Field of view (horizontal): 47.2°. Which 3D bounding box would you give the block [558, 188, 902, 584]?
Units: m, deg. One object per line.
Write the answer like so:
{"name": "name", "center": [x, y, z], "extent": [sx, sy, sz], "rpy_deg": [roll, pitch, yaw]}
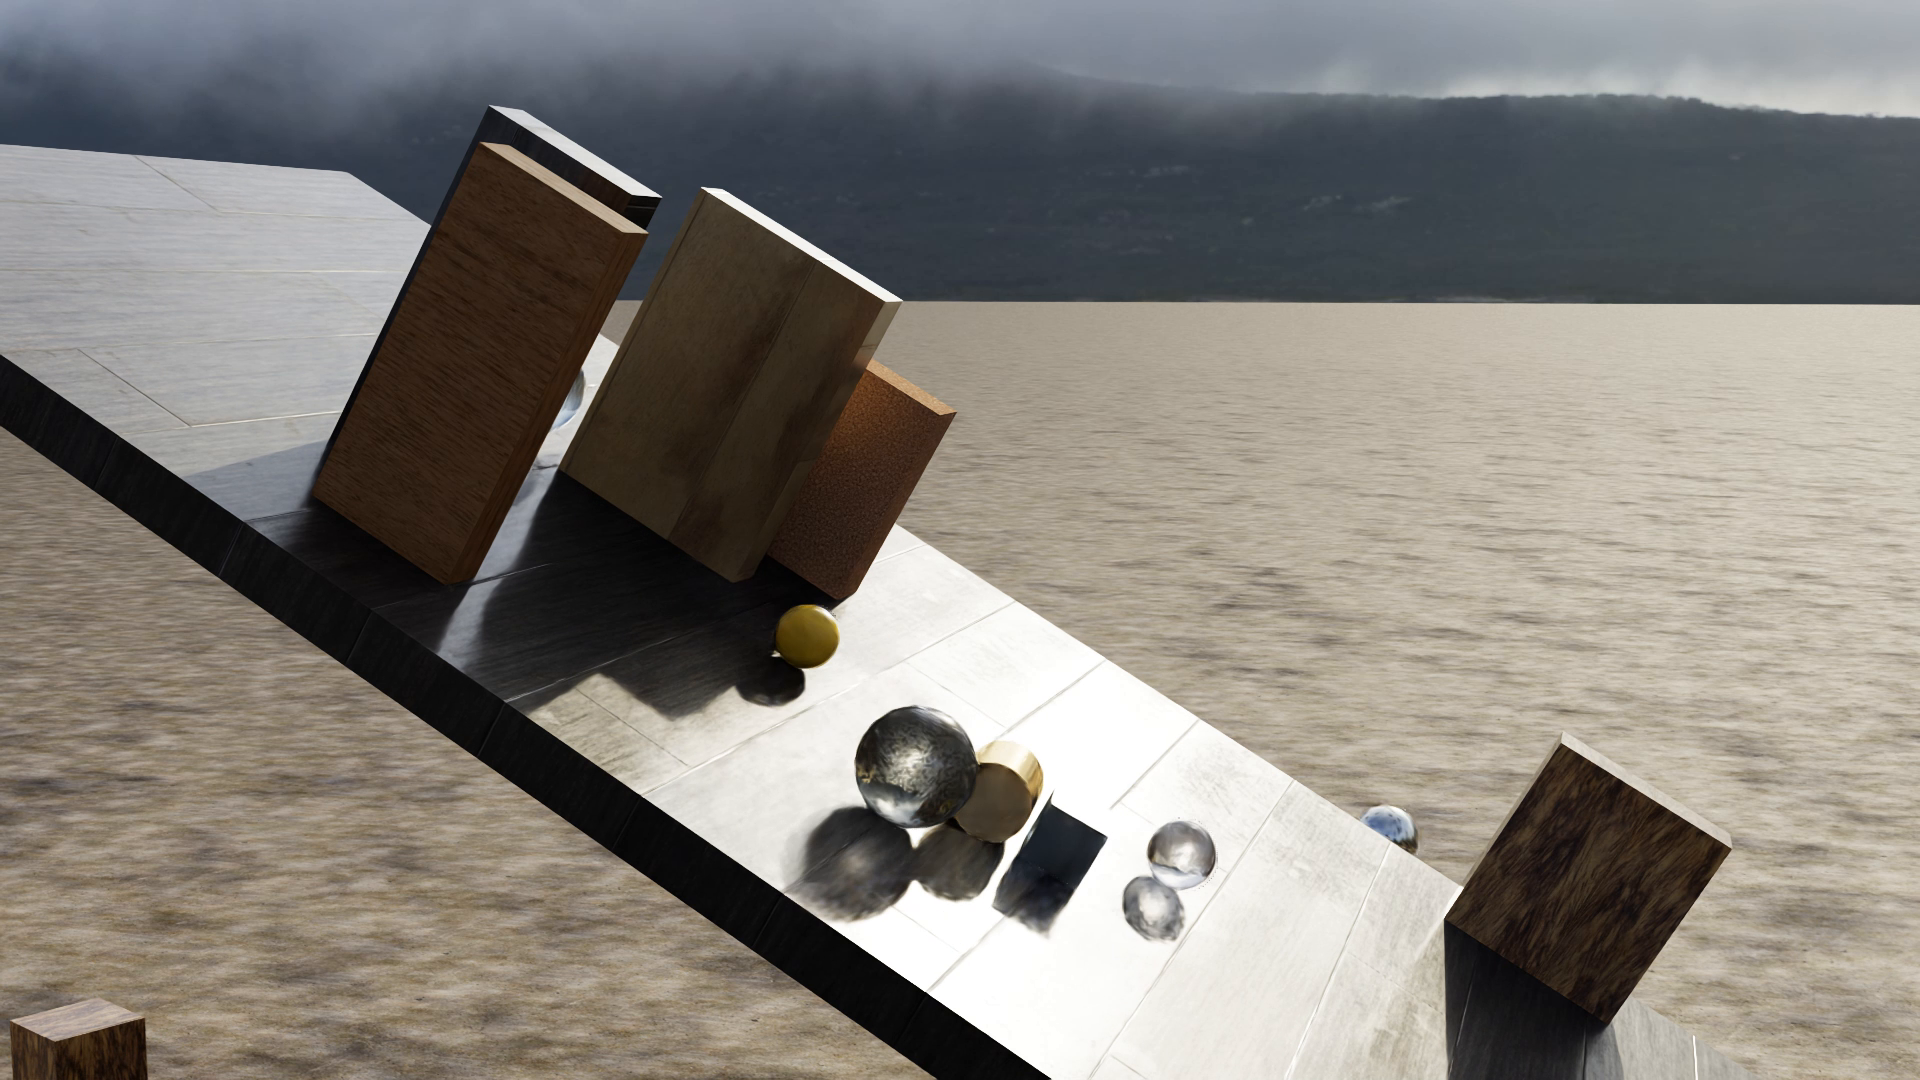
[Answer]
{"name": "block", "center": [-0.444, -0.294, 4.194], "extent": [0.420, 0.617, 0.101], "rpy_deg": [33, 15, 11]}

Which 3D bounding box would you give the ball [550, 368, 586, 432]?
{"name": "ball", "center": [-0.835, -0.305, 4.326], "extent": [0.195, 0.195, 0.195], "rpy_deg": [0, 7, 0]}

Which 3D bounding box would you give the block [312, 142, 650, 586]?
{"name": "block", "center": [-0.763, -0.275, 3.474], "extent": [0.277, 0.638, 0.094], "rpy_deg": [33, 15, 11]}

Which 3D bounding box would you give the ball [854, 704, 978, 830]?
{"name": "ball", "center": [-0.071, 0.364, 3.530], "extent": [0.198, 0.198, 0.198], "rpy_deg": [0, 7, 0]}

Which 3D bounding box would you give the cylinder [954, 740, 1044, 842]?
{"name": "cylinder", "center": [0.065, 0.423, 3.715], "extent": [0.138, 0.138, 0.138], "rpy_deg": [1, 11, 11]}

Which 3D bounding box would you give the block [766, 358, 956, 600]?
{"name": "block", "center": [-0.312, -0.187, 4.455], "extent": [0.449, 0.434, 0.114], "rpy_deg": [33, 15, 11]}

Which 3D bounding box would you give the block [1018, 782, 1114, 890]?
{"name": "block", "center": [0.181, 0.501, 3.723], "extent": [0.112, 0.112, 0.112], "rpy_deg": [30, 14, 1]}

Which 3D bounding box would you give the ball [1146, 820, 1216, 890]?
{"name": "ball", "center": [0.394, 0.560, 3.911], "extent": [0.125, 0.125, 0.125], "rpy_deg": [0, 7, 0]}

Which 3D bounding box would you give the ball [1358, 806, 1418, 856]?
{"name": "ball", "center": [1.325, 0.927, 6.842], "extent": [0.202, 0.202, 0.202], "rpy_deg": [0, 7, 0]}

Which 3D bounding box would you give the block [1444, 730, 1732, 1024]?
{"name": "block", "center": [1.291, 0.694, 4.536], "extent": [0.388, 0.446, 0.122], "rpy_deg": [33, 15, 11]}

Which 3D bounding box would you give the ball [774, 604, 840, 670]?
{"name": "ball", "center": [-0.274, 0.174, 3.943], "extent": [0.117, 0.117, 0.117], "rpy_deg": [0, 7, 0]}

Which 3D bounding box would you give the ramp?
{"name": "ramp", "center": [-0.183, 0.301, 4.127], "extent": [4.000, 0.100, 2.000], "rpy_deg": [33, 15, 11]}

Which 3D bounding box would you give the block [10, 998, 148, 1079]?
{"name": "block", "center": [-1.951, 1.161, 4.872], "extent": [0.206, 0.206, 0.206], "rpy_deg": [6, 9, 41]}

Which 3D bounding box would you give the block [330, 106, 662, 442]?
{"name": "block", "center": [-0.793, -0.374, 3.737], "extent": [0.297, 0.645, 0.115], "rpy_deg": [33, 15, 11]}
